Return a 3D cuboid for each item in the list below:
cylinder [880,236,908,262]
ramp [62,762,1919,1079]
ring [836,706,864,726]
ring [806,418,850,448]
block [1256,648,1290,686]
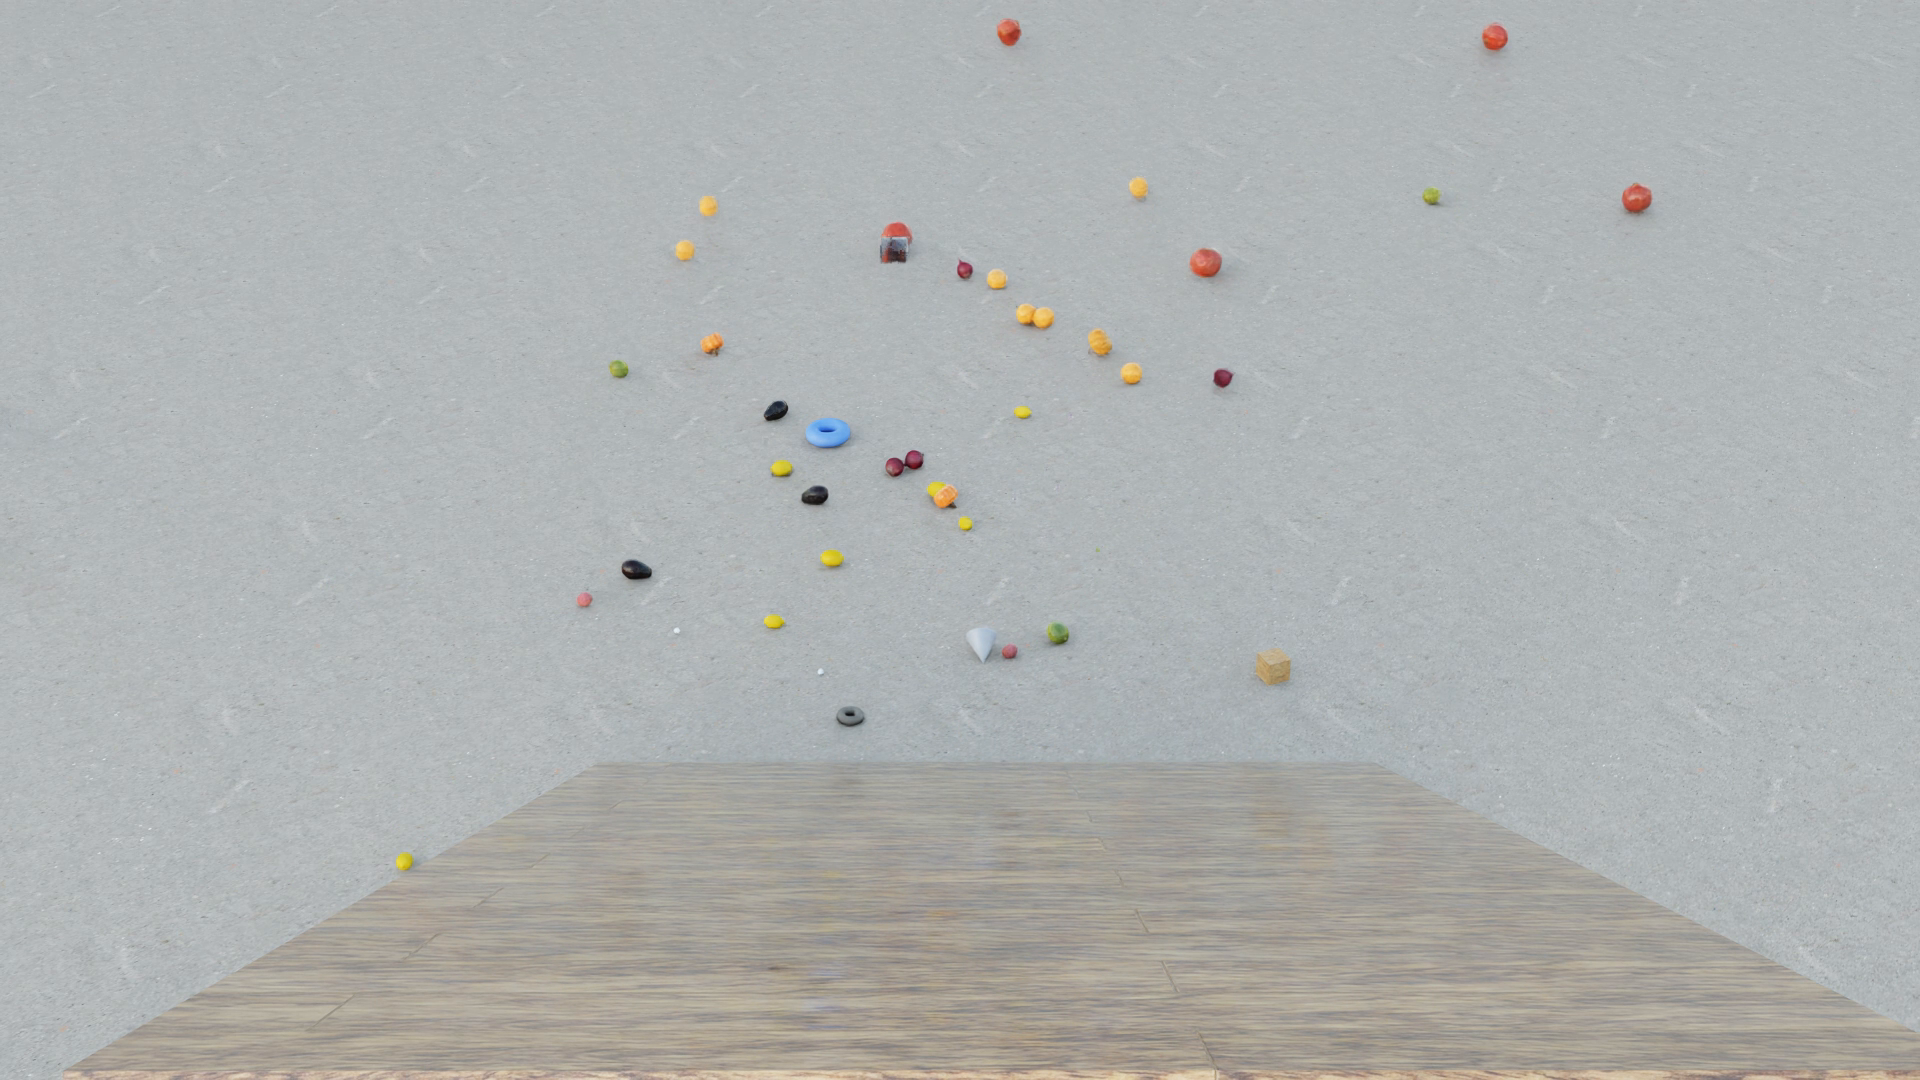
[{"bbox_3d":[-0.242,-1.065,9.496,0.092,0.092,0.092,1,31,2],"label":"cylinder"},{"bbox_3d":[0.069,0.612,4.684,2.000,0.100,4.000,0,0,0],"label":"ramp"},{"bbox_3d":[-0.297,0.475,6.991,0.075,0.025,0.075,1,30,-1],"label":"ring"},{"bbox_3d":[-0.425,-0.346,8.338,0.145,0.048,0.145,-1,31,1],"label":"ring"},{"bbox_3d":[0.866,0.350,7.158,0.068,0.068,0.068,-13,33,-21],"label":"block"}]
